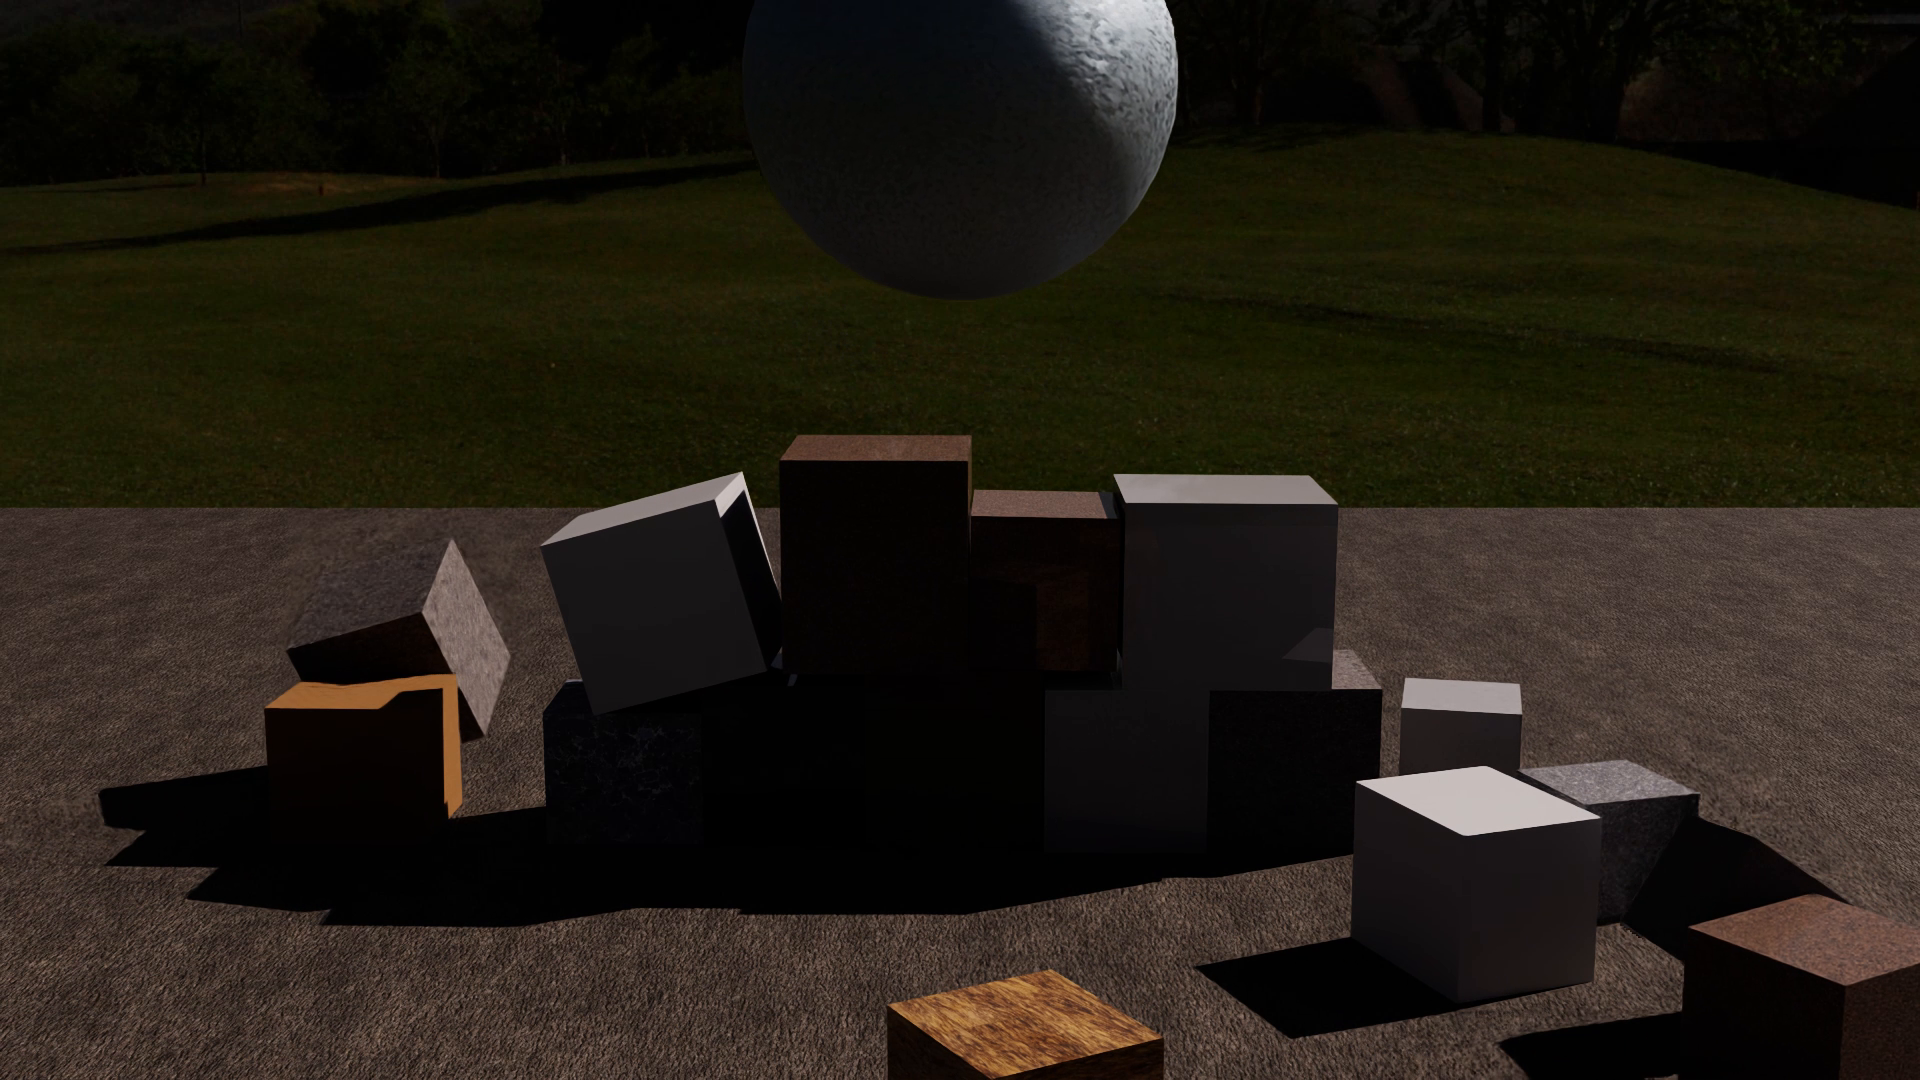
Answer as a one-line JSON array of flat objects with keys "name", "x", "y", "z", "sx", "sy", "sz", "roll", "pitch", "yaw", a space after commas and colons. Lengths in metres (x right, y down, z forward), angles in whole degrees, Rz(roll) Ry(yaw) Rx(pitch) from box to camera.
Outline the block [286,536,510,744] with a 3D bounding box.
[{"name": "block", "x": -3.084, "y": 0.629, "z": 12.167, "sx": 0.787, "sy": 0.834, "sz": 0.815, "roll": -15, "pitch": 28, "yaw": 8}]

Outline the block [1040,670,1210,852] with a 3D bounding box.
[{"name": "block", "x": 0.826, "y": 1.067, "z": 11.361, "sx": 0.811, "sy": 0.835, "sz": 0.934, "roll": 0, "pitch": 10, "yaw": 0}]

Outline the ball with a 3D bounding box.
[{"name": "ball", "x": 0.000, "y": -1.686, "z": 8.063, "sx": 1.600, "sy": 1.600, "sz": 1.600, "roll": 0, "pitch": 10, "yaw": 0}]

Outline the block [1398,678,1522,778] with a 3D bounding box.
[{"name": "block", "x": 2.700, "y": 1.112, "z": 11.883, "sx": 0.617, "sy": 0.560, "sz": 0.673, "roll": 2, "pitch": 11, "yaw": 13}]

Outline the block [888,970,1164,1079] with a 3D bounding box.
[{"name": "block", "x": 0.206, "y": 1.900, "z": 7.230, "sx": 0.643, "sy": 0.675, "sz": 0.679, "roll": -6, "pitch": 12, "yaw": -29}]

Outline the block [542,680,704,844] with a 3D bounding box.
[{"name": "block", "x": -1.691, "y": 1.139, "z": 11.402, "sx": 0.792, "sy": 0.680, "sz": 0.705, "roll": 0, "pitch": 10, "yaw": 0}]

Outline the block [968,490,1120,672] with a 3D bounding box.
[{"name": "block", "x": 0.424, "y": 0.193, "z": 11.185, "sx": 0.731, "sy": 0.766, "sz": 0.816, "roll": 1, "pitch": 10, "yaw": 1}]

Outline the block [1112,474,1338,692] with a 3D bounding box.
[{"name": "block", "x": 1.317, "y": 0.199, "z": 11.195, "sx": 1.031, "sy": 0.933, "sz": 0.929, "roll": 0, "pitch": 10, "yaw": 0}]

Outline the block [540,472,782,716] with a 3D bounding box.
[{"name": "block", "x": -1.480, "y": 0.259, "z": 11.215, "sx": 0.908, "sy": 0.892, "sz": 0.811, "roll": -15, "pitch": 10, "yaw": 7}]

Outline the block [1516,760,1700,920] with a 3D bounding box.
[{"name": "block", "x": 3.021, "y": 1.399, "z": 10.324, "sx": 0.601, "sy": 0.553, "sz": 0.584, "roll": -3, "pitch": 11, "yaw": -17}]

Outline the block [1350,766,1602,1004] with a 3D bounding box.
[{"name": "block", "x": 2.212, "y": 1.465, "z": 9.495, "sx": 0.679, "sy": 0.720, "sz": 0.833, "roll": -4, "pitch": 11, "yaw": -21}]

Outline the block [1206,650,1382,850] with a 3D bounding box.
[{"name": "block", "x": 1.663, "y": 1.069, "z": 11.362, "sx": 0.850, "sy": 0.831, "sz": 0.853, "roll": 0, "pitch": 10, "yaw": 0}]

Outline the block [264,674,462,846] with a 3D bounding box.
[{"name": "block", "x": -3.075, "y": 1.126, "z": 11.400, "sx": 0.784, "sy": 0.706, "sz": 0.722, "roll": 0, "pitch": 10, "yaw": 2}]

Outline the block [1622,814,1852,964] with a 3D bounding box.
[{"name": "block", "x": 3.105, "y": 1.501, "z": 8.753, "sx": 0.585, "sy": 0.514, "sz": 0.468, "roll": 33, "pitch": -4, "yaw": -15}]

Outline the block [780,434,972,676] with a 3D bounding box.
[{"name": "block", "x": -0.404, "y": 0.055, "z": 11.125, "sx": 0.909, "sy": 1.058, "sz": 0.929, "roll": 0, "pitch": 10, "yaw": 1}]

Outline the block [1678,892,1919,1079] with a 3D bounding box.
[{"name": "block", "x": 3.172, "y": 1.762, "z": 8.090, "sx": 0.715, "sy": 0.638, "sz": 0.680, "roll": -6, "pitch": 12, "yaw": -31}]

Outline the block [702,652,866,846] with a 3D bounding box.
[{"name": "block", "x": -0.881, "y": 1.070, "z": 11.358, "sx": 0.808, "sy": 0.831, "sz": 0.714, "roll": 0, "pitch": 10, "yaw": 0}]

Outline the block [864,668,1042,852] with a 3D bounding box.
[{"name": "block", "x": -0.033, "y": 1.020, "z": 11.364, "sx": 0.874, "sy": 0.927, "sz": 0.916, "roll": 0, "pitch": 10, "yaw": 0}]
